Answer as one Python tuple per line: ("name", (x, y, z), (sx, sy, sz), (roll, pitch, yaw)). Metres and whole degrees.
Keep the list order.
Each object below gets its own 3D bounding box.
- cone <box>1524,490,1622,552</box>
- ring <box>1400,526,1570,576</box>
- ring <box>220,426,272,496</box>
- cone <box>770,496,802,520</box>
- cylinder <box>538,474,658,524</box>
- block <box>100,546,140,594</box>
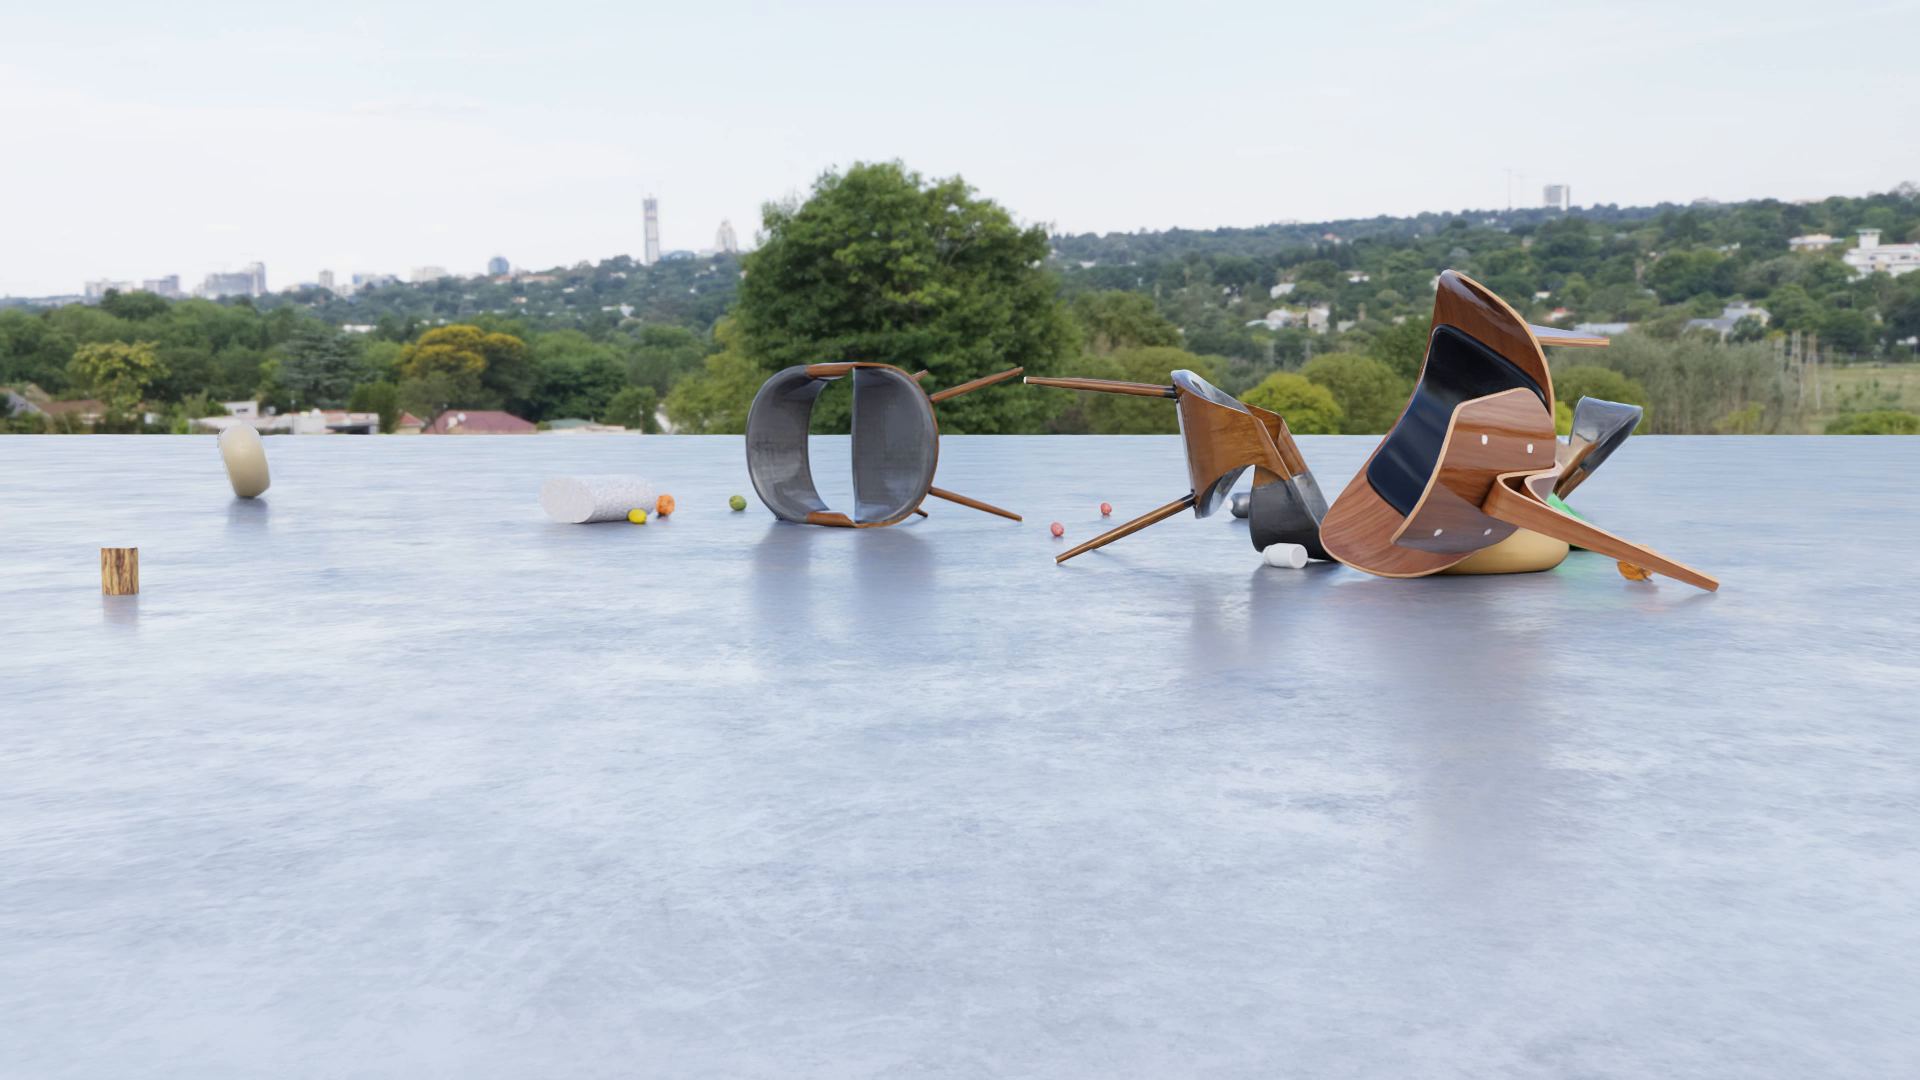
("cone", (1.741, -0.015, 6.161), (0.256, 0.159, 0.251), (26, -2, 34))
("ring", (1.289, 0.026, 5.394), (0.483, 0.108, 0.184), (-2, 3, -22))
("ring", (-2.943, -0.325, 9.059), (0.158, 0.284, 0.497), (-17, -8, -17))
("cone", (-0.608, -0.088, 7.522), (0.119, 0.107, 0.067), (-14, 37, 31))
("cylinder", (-1.232, -0.144, 7.499), (0.246, 0.154, 0.331), (11, 9, 30))
("block", (-1.842, 0.067, 4.821), (0.066, 0.102, 0.038), (1, 4, 11))
